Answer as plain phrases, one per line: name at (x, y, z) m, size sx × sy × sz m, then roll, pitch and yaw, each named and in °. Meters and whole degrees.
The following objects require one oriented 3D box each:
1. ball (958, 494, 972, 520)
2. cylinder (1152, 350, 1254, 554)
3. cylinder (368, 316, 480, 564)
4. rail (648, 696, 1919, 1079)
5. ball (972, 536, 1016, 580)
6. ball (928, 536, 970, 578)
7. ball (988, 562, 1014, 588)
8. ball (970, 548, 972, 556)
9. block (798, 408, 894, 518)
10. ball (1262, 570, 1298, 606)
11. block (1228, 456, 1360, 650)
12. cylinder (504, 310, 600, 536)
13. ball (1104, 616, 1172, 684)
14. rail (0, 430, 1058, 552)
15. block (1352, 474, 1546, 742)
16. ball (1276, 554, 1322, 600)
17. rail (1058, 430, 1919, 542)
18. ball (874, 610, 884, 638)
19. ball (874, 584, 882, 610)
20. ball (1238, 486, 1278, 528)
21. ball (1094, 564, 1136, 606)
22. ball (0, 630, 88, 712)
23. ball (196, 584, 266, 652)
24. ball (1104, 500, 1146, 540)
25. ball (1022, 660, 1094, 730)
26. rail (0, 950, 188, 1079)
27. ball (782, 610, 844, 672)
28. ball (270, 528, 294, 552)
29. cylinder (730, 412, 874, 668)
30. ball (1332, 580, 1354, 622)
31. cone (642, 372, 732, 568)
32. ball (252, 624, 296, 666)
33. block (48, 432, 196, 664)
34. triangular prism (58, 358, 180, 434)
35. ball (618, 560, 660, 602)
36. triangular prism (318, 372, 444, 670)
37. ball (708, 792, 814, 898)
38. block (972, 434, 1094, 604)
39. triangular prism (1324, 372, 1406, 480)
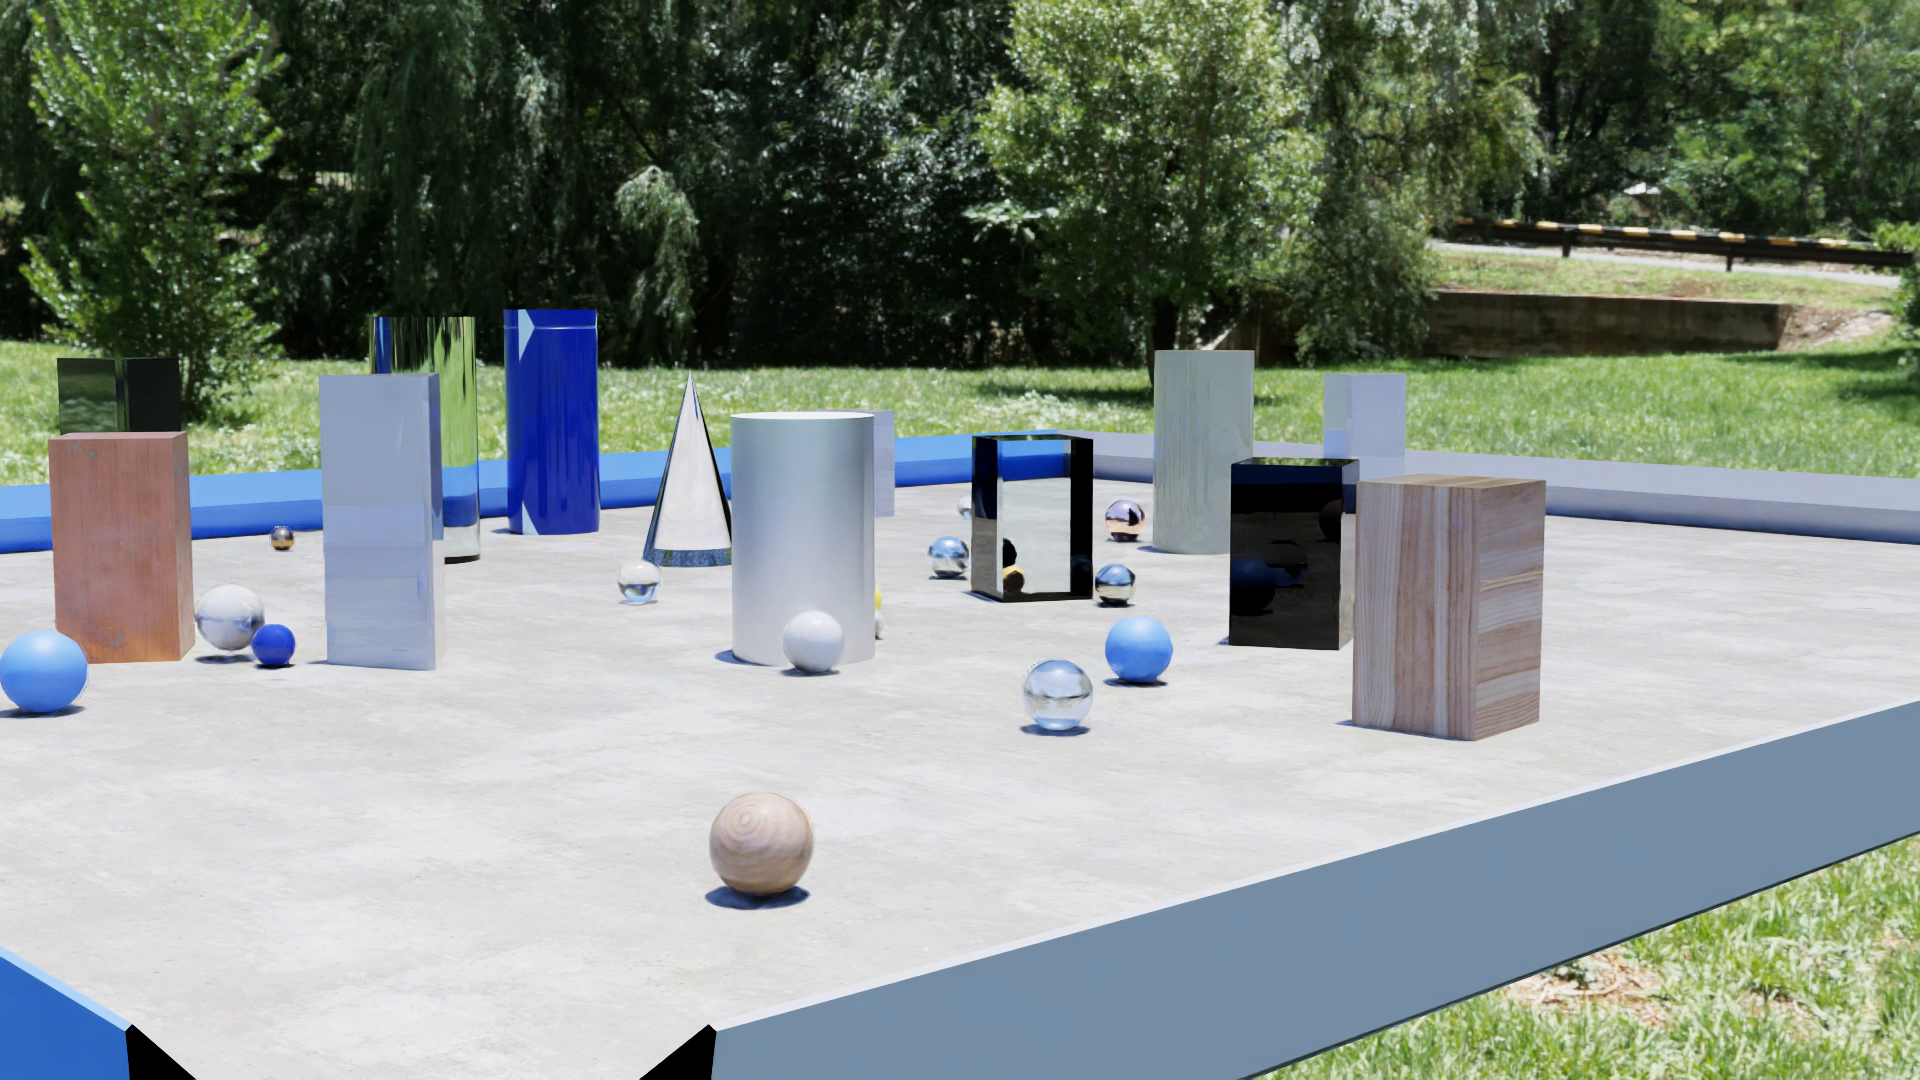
ball at (0.021, -0.068, 4.570) m, size 0.052 × 0.052 × 0.052 m, roll 0°, pitch 6°, yaw 0°
cylinder at (0.443, -0.163, 4.001) m, size 0.181 × 0.361 × 0.181 m, roll 0°, pitch 6°, yaw 0°
cylinder at (-0.933, -0.176, 3.834) m, size 0.181 × 0.424 × 0.181 m, roll 0°, pitch 6°, yaw 0°
rail at (1.099, 0.157, 2.148) m, size 3.731 × 0.117 × 0.045 m, roll -6°, pitch 8°, yaw -42°
ball at (0.056, 0.030, 3.560) m, size 0.072 × 0.072 × 0.072 m, roll 0°, pitch 6°, yaw 0°
ball at (-0.019, 0.028, 3.589) m, size 0.070 × 0.070 × 0.070 m, roll 0°, pitch 6°, yaw 0°
ball at (0.065, 0.056, 3.464) m, size 0.041 × 0.041 × 0.041 m, roll 0°, pitch 6°, yaw 0°
ball at (0.048, 0.019, 3.712) m, size 0.061 × 0.061 × 0.061 m, roll 0°, pitch 6°, yaw 0°
block at (-0.240, -0.161, 4.634) m, size 0.145 × 0.223 × 0.145 m, roll 5°, pitch 8°, yaw 39°
ball at (0.477, 0.070, 3.269) m, size 0.054 × 0.054 × 0.054 m, roll 0°, pitch 6°, yaw 0°
block at (0.445, 0.015, 2.919) m, size 0.145 × 0.238 × 0.145 m, roll 2°, pitch 6°, yaw 19°
cylinder at (-0.802, -0.235, 4.329) m, size 0.181 × 0.435 × 0.181 m, roll 0°, pitch 6°, yaw 0°
ball at (0.211, 0.129, 2.597) m, size 0.080 × 0.080 × 0.080 m, roll 0°, pitch 6°, yaw 0°
rail at (-1.099, -0.096, 4.517) m, size 3.731 × 0.117 × 0.045 m, roll -6°, pitch 8°, yaw -42°
block at (0.519, 0.066, 2.337) m, size 0.145 × 0.260 × 0.145 m, roll 5°, pitch 8°, yaw 40°
ball at (0.512, 0.057, 3.322) m, size 0.070 × 0.070 × 0.070 m, roll 0°, pitch 6°, yaw 0°
rail at (1.354, -0.102, 4.575) m, size 0.045 × 0.117 × 3.289 m, roll -6°, pitch 8°, yaw -42°
ball at (-0.122, 0.112, 2.941) m, size 0.042 × 0.042 × 0.042 m, roll 0°, pitch 6°, yaw 0°
ball at (-0.139, 0.084, 3.120) m, size 0.058 × 0.058 × 0.058 m, roll 0°, pitch 6°, yaw 0°
ball at (0.600, -0.066, 4.420) m, size 0.081 × 0.081 × 0.081 m, roll 0°, pitch 6°, yaw 0°
ball at (0.231, 0.066, 3.269) m, size 0.063 × 0.063 × 0.063 m, roll 0°, pitch 6°, yaw 0°
ball at (-1.005, 0.144, 2.411) m, size 0.090 × 0.090 × 0.090 m, roll 0°, pitch 6°, yaw 0°
ball at (-0.919, 0.098, 2.773) m, size 0.084 × 0.084 × 0.084 m, roll 0°, pitch 6°, yaw 0°
ball at (0.313, -0.038, 4.164) m, size 0.078 × 0.078 × 0.078 m, roll 0°, pitch 6°, yaw 0°
ball at (0.103, 0.162, 2.308) m, size 0.075 × 0.075 × 0.075 m, roll 0°, pitch 6°, yaw 0°
rail at (-1.354, 0.163, 2.090) m, size 0.045 × 0.117 × 3.289 m, roll -6°, pitch 8°, yaw -42°
ball at (-0.178, 0.123, 2.670) m, size 0.076 × 0.076 × 0.076 m, roll 0°, pitch 6°, yaw 0°
ball at (-1.228, -0.001, 3.987) m, size 0.042 × 0.042 × 0.042 m, roll 0°, pitch 6°, yaw 0°
cylinder at (-0.199, -0.005, 2.785) m, size 0.181 × 0.306 × 0.181 m, roll 0°, pitch 6°, yaw 0°
ball at (0.554, 0.086, 3.093) m, size 0.059 × 0.059 × 0.059 m, roll 0°, pitch 6°, yaw 0°
cone at (-0.466, -0.129, 3.813) m, size 0.181 × 0.334 × 0.181 m, roll 0°, pitch 6°, yaw 0°
ball at (-0.848, 0.130, 2.717) m, size 0.053 × 0.053 × 0.053 m, roll 0°, pitch 6°, yaw 0°
block at (-1.064, 0.007, 2.799) m, size 0.145 × 0.280 × 0.145 m, roll -1°, pitch 6°, yaw -12°
triangular prism at (-1.154, -0.070, 3.089) m, size 0.156 × 0.371 × 0.136 m, roll 5°, pitch 8°, yaw 39°
ball at (-0.481, 0.062, 3.298) m, size 0.064 × 0.064 × 0.064 m, roll 0°, pitch 6°, yaw 0°
triangular prism at (-0.692, -0.028, 2.759) m, size 0.156 × 0.358 × 0.136 m, roll 2°, pitch 7°, yaw 21°
ball at (-0.150, 0.229, 1.658) m, size 0.080 × 0.080 × 0.080 m, roll 0°, pitch 6°, yaw 0°
block at (0.109, -0.036, 3.369) m, size 0.145 × 0.243 × 0.145 m, roll -2°, pitch 6°, yaw -18°
triangular prism at (0.756, -0.166, 4.261) m, size 0.156 × 0.312 × 0.136 m, roll -5°, pitch 8°, yaw -37°
